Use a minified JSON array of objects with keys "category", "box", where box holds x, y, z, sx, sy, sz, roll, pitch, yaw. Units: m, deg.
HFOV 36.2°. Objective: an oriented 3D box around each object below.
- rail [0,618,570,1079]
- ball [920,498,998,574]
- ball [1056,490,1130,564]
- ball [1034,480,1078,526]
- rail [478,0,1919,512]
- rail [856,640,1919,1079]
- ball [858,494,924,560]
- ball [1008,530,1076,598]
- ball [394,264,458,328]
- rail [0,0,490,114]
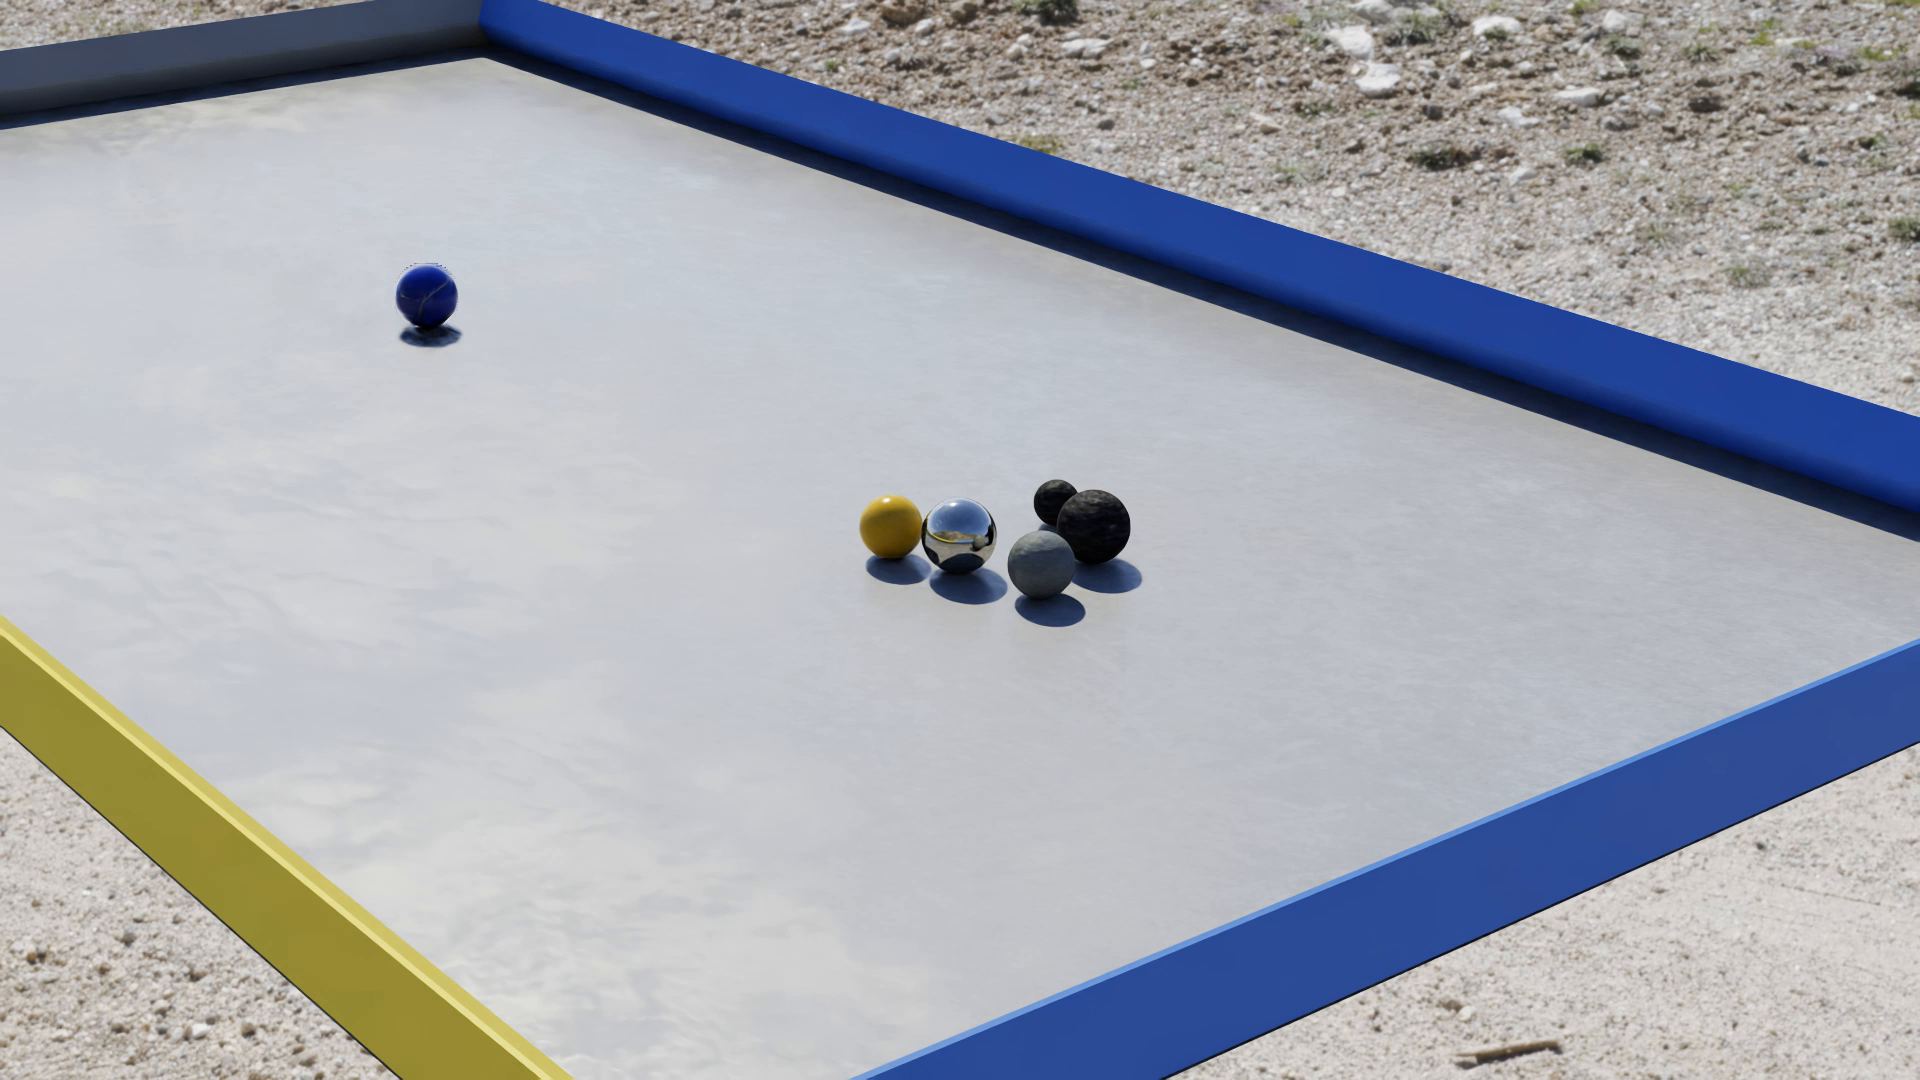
[{"category":"rail","box":[-1.037,-0.053,2.631,0.045,0.088,2.888,-16,27,-35]},{"category":"ball","box":[-0.001,-0.004,2.540,0.066,0.066,0.066,0,22,0]},{"category":"ball","box":[0.116,-0.012,2.561,0.065,0.065,0.065,0,22,0]},{"category":"ball","box":[0.087,-0.034,2.647,0.042,0.042,0.042,0,22,0]},{"category":"rail","box":[0.144,-0.394,3.495,0.045,0.088,2.888,-16,27,-35]},{"category":"rail","box":[0.432,0.187,2.025,1.550,0.088,0.045,-16,27,-35]},{"category":"ball","box":[-0.060,-0.012,2.572,0.057,0.057,0.057,0,22,0]},{"category":"ball","box":[0.069,0.021,2.488,0.058,0.058,0.058,0,22,0]},{"category":"ball","box":[-0.580,-0.265,3.198,0.068,0.068,0.068,0,22,0]},{"category":"rail","box":[-1.324,-0.634,4.101,1.550,0.088,0.045,-16,27,-35]}]
